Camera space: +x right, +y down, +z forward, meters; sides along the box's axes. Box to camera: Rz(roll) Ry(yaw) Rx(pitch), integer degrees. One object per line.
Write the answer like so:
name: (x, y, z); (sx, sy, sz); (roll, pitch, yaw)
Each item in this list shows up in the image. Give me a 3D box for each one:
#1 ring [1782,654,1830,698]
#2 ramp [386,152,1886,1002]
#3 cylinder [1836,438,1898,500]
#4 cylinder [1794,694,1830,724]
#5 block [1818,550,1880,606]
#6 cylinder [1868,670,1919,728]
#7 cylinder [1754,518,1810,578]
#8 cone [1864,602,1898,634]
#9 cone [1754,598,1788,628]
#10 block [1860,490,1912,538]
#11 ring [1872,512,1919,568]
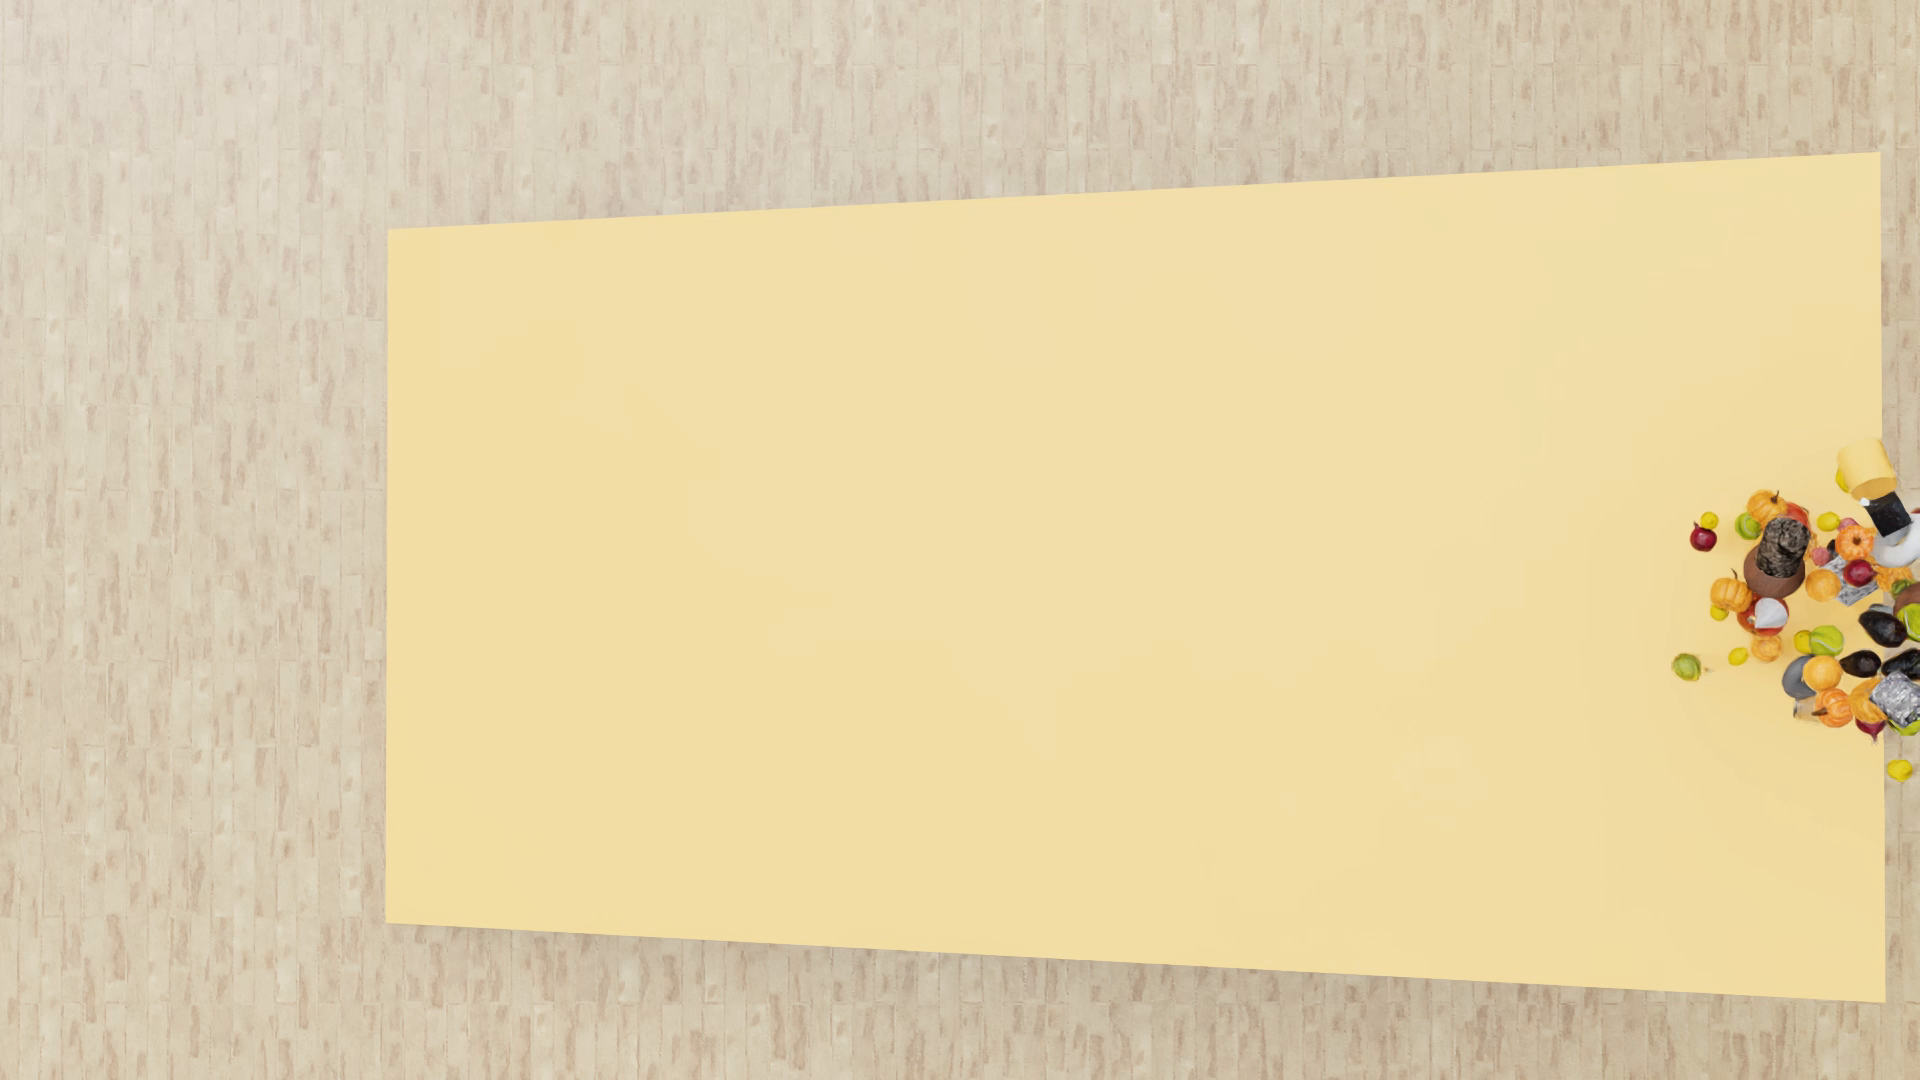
ring: (1.974, 0.318, 5.131); (0.120, 0.040, 0.120); (-10, 124, -15)
ramp: (0.273, 0.094, 5.806); (4.000, 0.100, 2.000); (0, 89, 17)
cylinder: (1.740, -0.135, 4.217); (0.087, 0.087, 0.087); (-8, 60, 0)
cylinder: (2.005, 0.394, 5.177); (0.066, 0.066, 0.066); (11, 89, 29)
block: (2.034, 0.089, 5.032); (0.083, 0.083, 0.083); (-39, 54, 28)
cylinder: (1.691, 0.287, 3.953); (0.075, 0.075, 0.075); (-40, 59, -1)
cylinder: (1.756, 0.017, 4.696); (0.092, 0.092, 0.092); (0, 45, 0)
cone: (2.043, 0.158, 4.901); (0.074, 0.074, 0.074); (3, 120, 5)
cone: (1.753, 0.176, 4.799); (0.075, 0.075, 0.075); (-29, 89, -38)
block: (1.931, -0.061, 4.584); (0.066, 0.066, 0.066); (-30, 113, 19)
ring: (1.973, 0.001, 4.605); (0.045, 0.134, 0.134); (38, 89, -17)
